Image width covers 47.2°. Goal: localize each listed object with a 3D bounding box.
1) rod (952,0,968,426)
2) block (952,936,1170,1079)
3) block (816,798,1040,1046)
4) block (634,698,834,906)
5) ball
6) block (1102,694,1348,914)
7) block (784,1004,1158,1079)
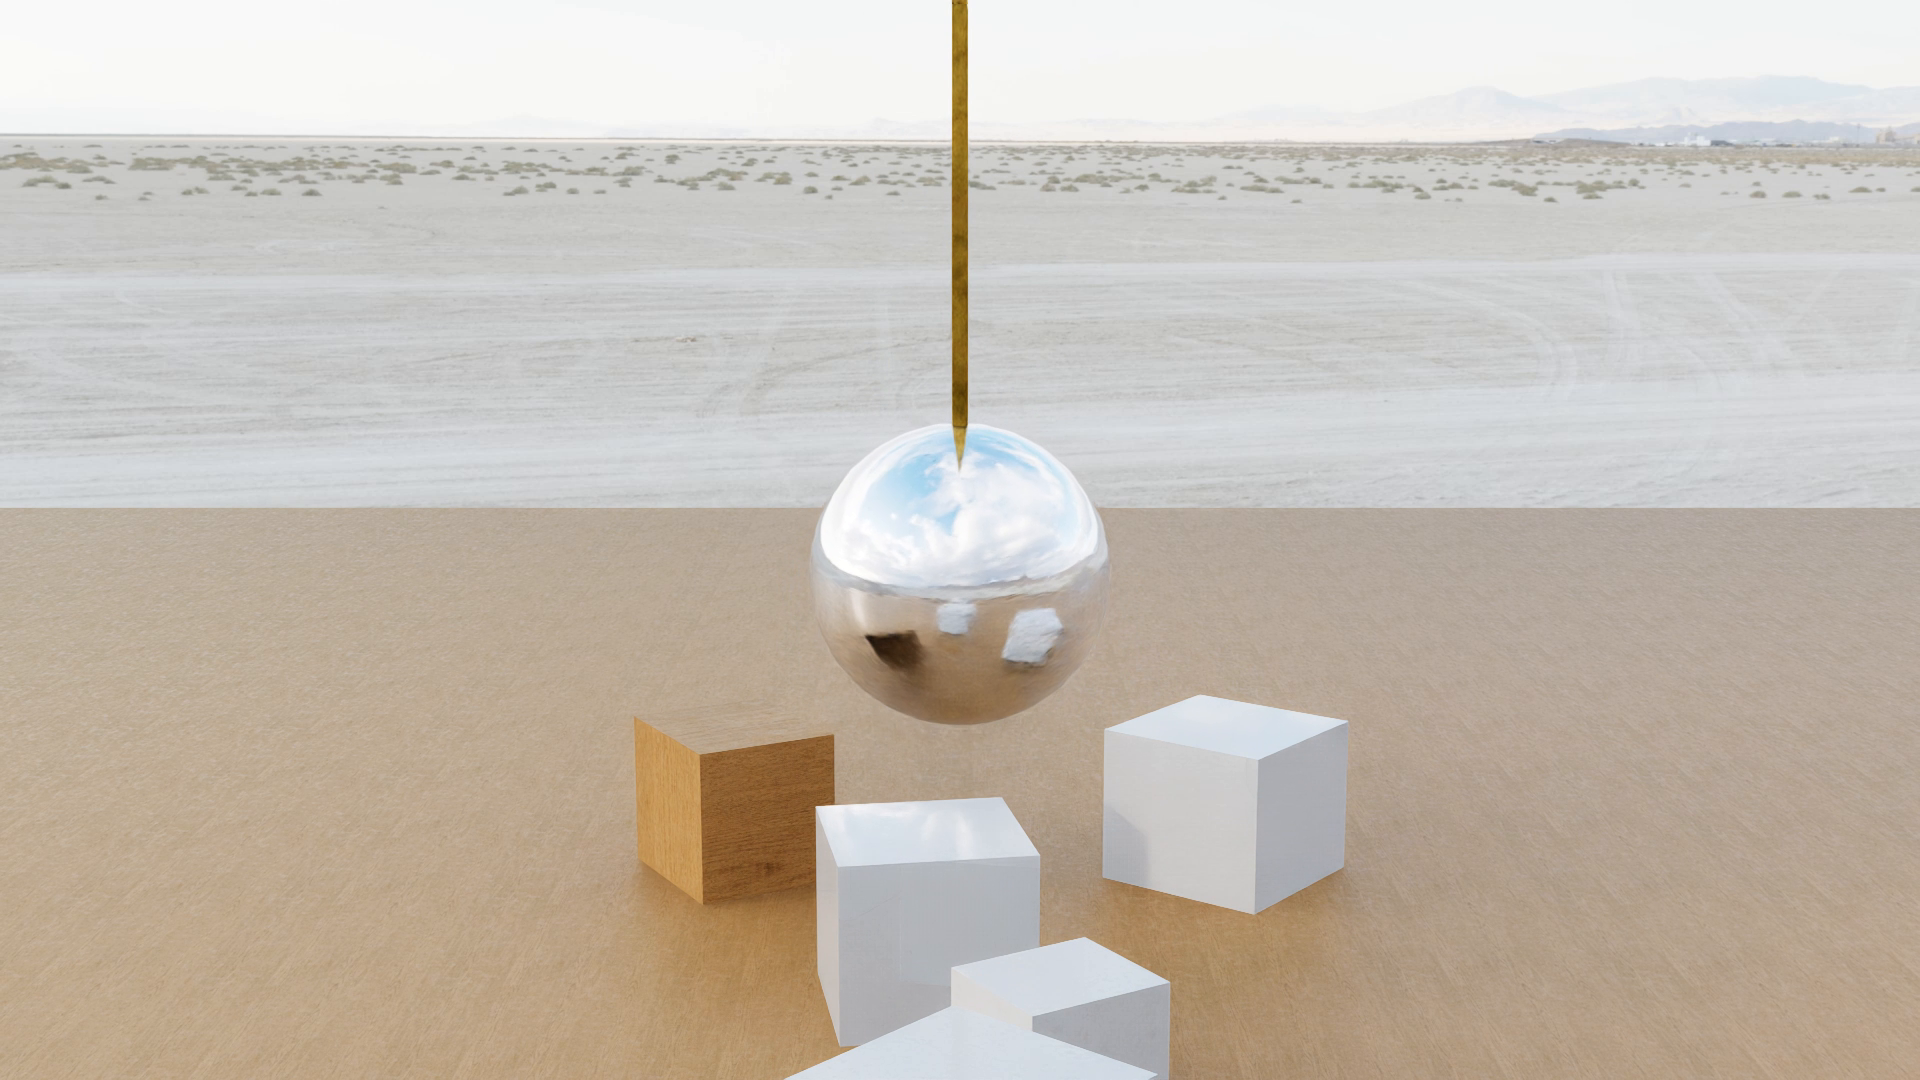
[{"bbox_3d":[0.000,-3.118,10.794,0.080,5.200,0.080,0,14,0],"label":"rod"},{"bbox_3d":[0.360,1.833,7.963,0.592,0.545,0.532,-6,12,-31],"label":"block"},{"bbox_3d":[-0.147,1.544,9.013,0.799,0.738,0.792,-2,10,-10],"label":"block"},{"bbox_3d":[-1.097,1.249,10.669,0.692,0.725,0.793,-6,12,-30],"label":"block"},{"bbox_3d":[0.000,0.178,11.629,1.600,1.600,1.600,0,10,0],"label":"ball"},{"bbox_3d":[1.284,1.252,10.621,0.843,0.737,0.856,8,13,37],"label":"block"},{"bbox_3d":[0.000,1.980,6.658,0.822,0.721,0.877,9,14,41],"label":"block"}]
